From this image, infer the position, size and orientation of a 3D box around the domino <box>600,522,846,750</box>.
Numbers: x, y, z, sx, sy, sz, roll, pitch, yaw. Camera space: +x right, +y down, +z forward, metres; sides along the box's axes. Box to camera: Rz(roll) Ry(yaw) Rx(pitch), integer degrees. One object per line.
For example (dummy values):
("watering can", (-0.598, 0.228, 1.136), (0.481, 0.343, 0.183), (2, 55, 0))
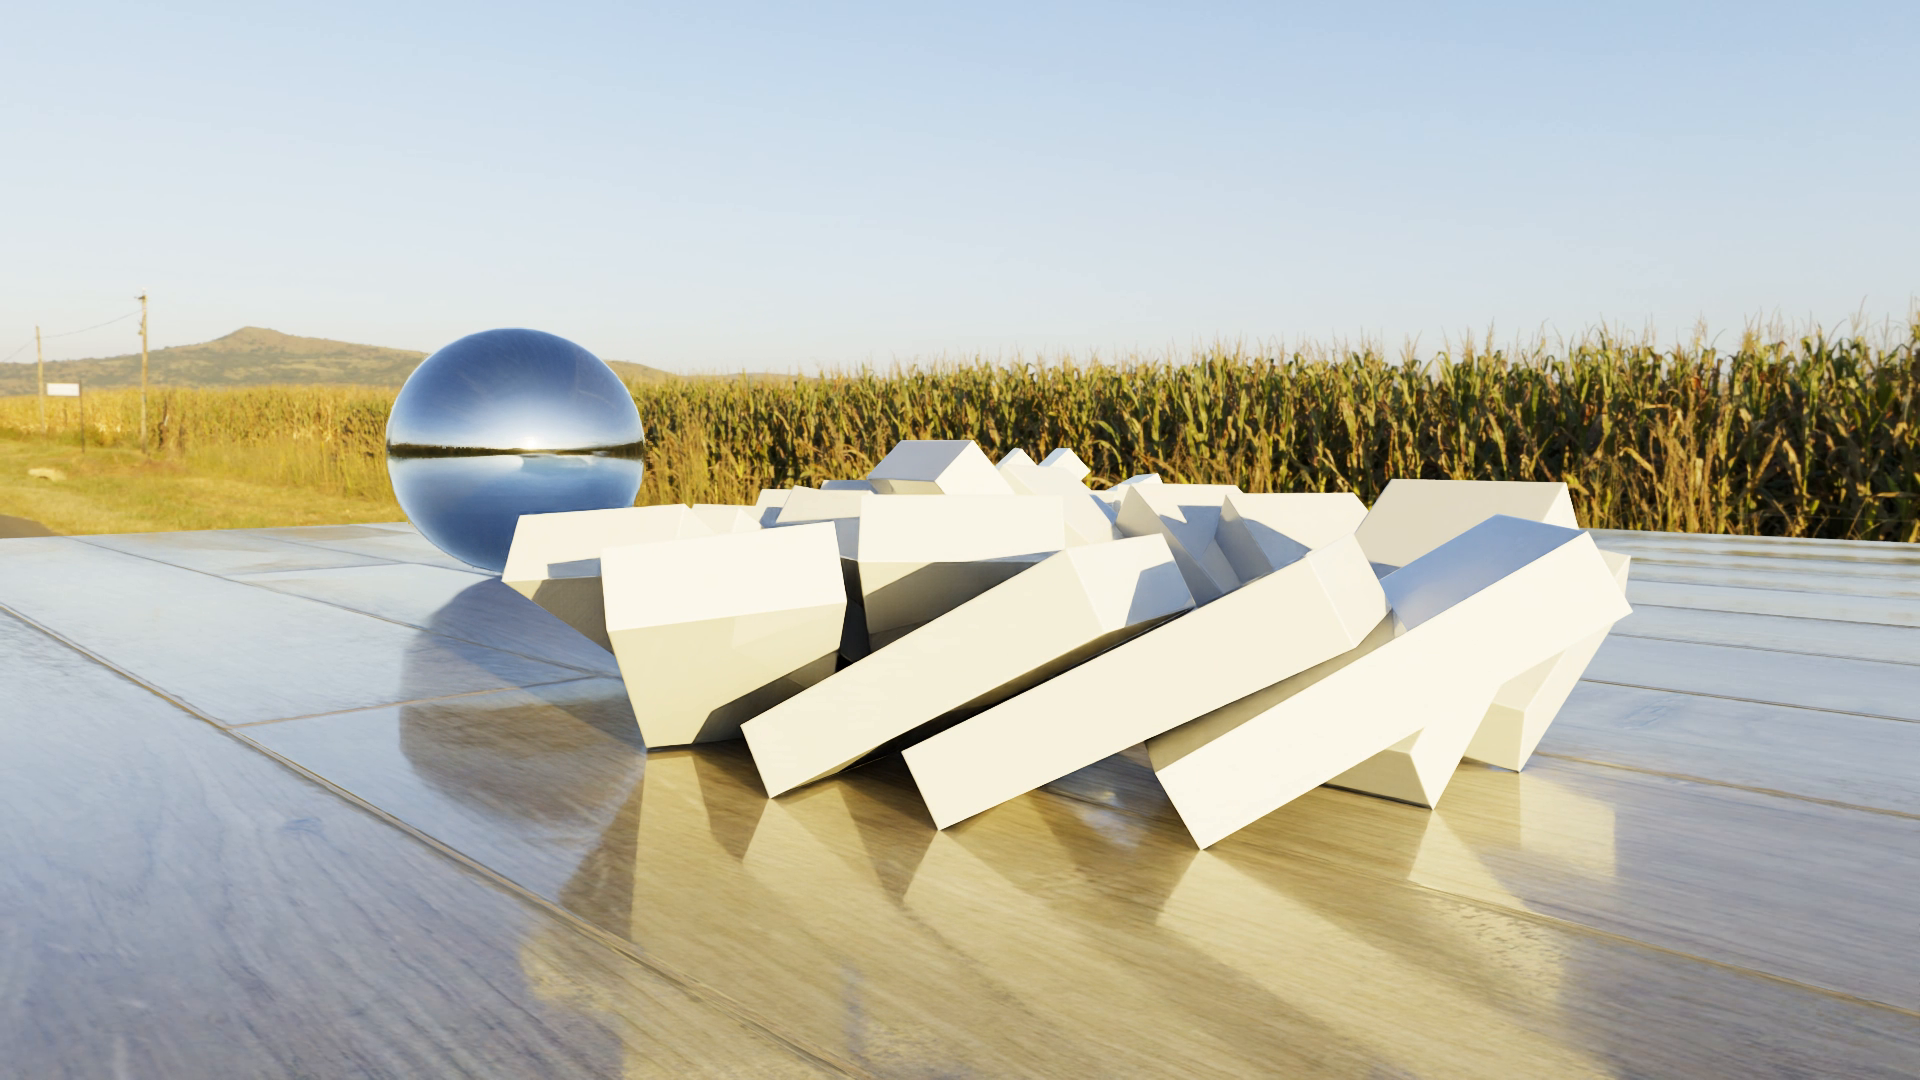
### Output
("domino", (-0.029, 0.014, 0.159), (0.025, 0.009, 0.050), (-7, -22, -11))

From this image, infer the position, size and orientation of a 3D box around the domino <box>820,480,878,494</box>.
("domino", (-0.005, 0.005, 0.256), (0.025, 0.009, 0.050), (2, -27, 35))

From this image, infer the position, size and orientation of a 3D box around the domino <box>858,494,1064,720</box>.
("domino", (0.000, 0.011, 0.178), (0.025, 0.009, 0.050), (0, -30, 0))

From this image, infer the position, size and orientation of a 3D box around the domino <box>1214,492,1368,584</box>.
("domino", (0.064, 0.010, 0.214), (0.025, 0.009, 0.050), (-1, 35, -12))

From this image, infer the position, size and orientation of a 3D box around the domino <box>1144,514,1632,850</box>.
("domino", (0.045, 0.015, 0.144), (0.050, 0.009, 0.025), (-30, 3, 5))

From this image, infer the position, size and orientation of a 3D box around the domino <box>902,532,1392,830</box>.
("domino", (0.021, 0.016, 0.142), (0.050, 0.009, 0.025), (-29, -7, 26))

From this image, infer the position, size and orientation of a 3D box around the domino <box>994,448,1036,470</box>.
("domino", (0.003, -0.008, 0.398), (0.050, 0.009, 0.025), (-43, 5, 1))

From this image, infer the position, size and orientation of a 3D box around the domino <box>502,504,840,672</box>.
("domino", (-0.039, 0.011, 0.185), (0.025, 0.009, 0.050), (-3, -27, 19))

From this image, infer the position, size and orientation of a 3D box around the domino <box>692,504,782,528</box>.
("domino", (-0.024, 0.009, 0.227), (0.025, 0.009, 0.050), (3, -24, 33))

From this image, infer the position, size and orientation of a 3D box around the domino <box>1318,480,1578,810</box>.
("domino", (0.059, 0.011, 0.169), (0.025, 0.009, 0.050), (5, 43, 47))

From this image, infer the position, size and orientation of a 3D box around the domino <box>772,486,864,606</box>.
("domino", (-0.005, 0.009, 0.206), (0.025, 0.009, 0.050), (12, -20, 42))

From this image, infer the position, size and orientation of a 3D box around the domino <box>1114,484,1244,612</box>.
("domino", (0.051, 0.008, 0.233), (0.025, 0.010, 0.050), (0, 36, -27))

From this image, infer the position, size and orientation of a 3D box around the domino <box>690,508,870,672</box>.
("domino", (-0.033, 0.010, 0.207), (0.025, 0.010, 0.050), (0, -25, 27))

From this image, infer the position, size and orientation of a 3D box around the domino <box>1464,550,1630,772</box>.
("domino", (0.078, 0.014, 0.189), (0.025, 0.010, 0.050), (15, 32, 36))

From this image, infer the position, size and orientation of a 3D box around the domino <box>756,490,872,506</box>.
("domino", (-0.015, 0.007, 0.243), (0.025, 0.009, 0.050), (2, -26, 34))

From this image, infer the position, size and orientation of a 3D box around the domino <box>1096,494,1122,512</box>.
("domino", (0.034, 0.004, 0.309), (0.025, 0.009, 0.050), (3, -22, 32))

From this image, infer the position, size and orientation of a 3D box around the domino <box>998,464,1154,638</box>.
("domino", (0.029, 0.005, 0.242), (0.050, 0.010, 0.025), (44, 23, 24))

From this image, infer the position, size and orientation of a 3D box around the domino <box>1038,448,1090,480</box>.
("domino", (0.017, -0.008, 0.400), (0.050, 0.009, 0.025), (-43, 6, -1))

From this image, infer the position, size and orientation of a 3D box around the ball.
("ball", (-0.143, -0.029, 0.417), (0.080, 0.080, 0.080), (0, 4, 0))

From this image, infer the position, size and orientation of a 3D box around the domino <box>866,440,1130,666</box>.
("domino", (0.008, 0.004, 0.224), (0.009, 0.050, 0.025), (-48, 25, -18))

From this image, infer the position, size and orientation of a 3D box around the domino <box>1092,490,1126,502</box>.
("domino", (0.048, 0.002, 0.327), (0.025, 0.009, 0.050), (2, -22, 22))

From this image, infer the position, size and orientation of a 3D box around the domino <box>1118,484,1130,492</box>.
("domino", (0.057, 0.001, 0.345), (0.025, 0.009, 0.050), (4, -22, 16))

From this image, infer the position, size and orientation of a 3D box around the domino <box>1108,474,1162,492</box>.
("domino", (0.039, -0.005, 0.402), (0.050, 0.010, 0.025), (-26, 5, -6))

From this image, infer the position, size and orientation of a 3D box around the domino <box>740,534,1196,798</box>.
("domino", (0.001, 0.015, 0.153), (0.050, 0.010, 0.025), (-30, -12, 30))
